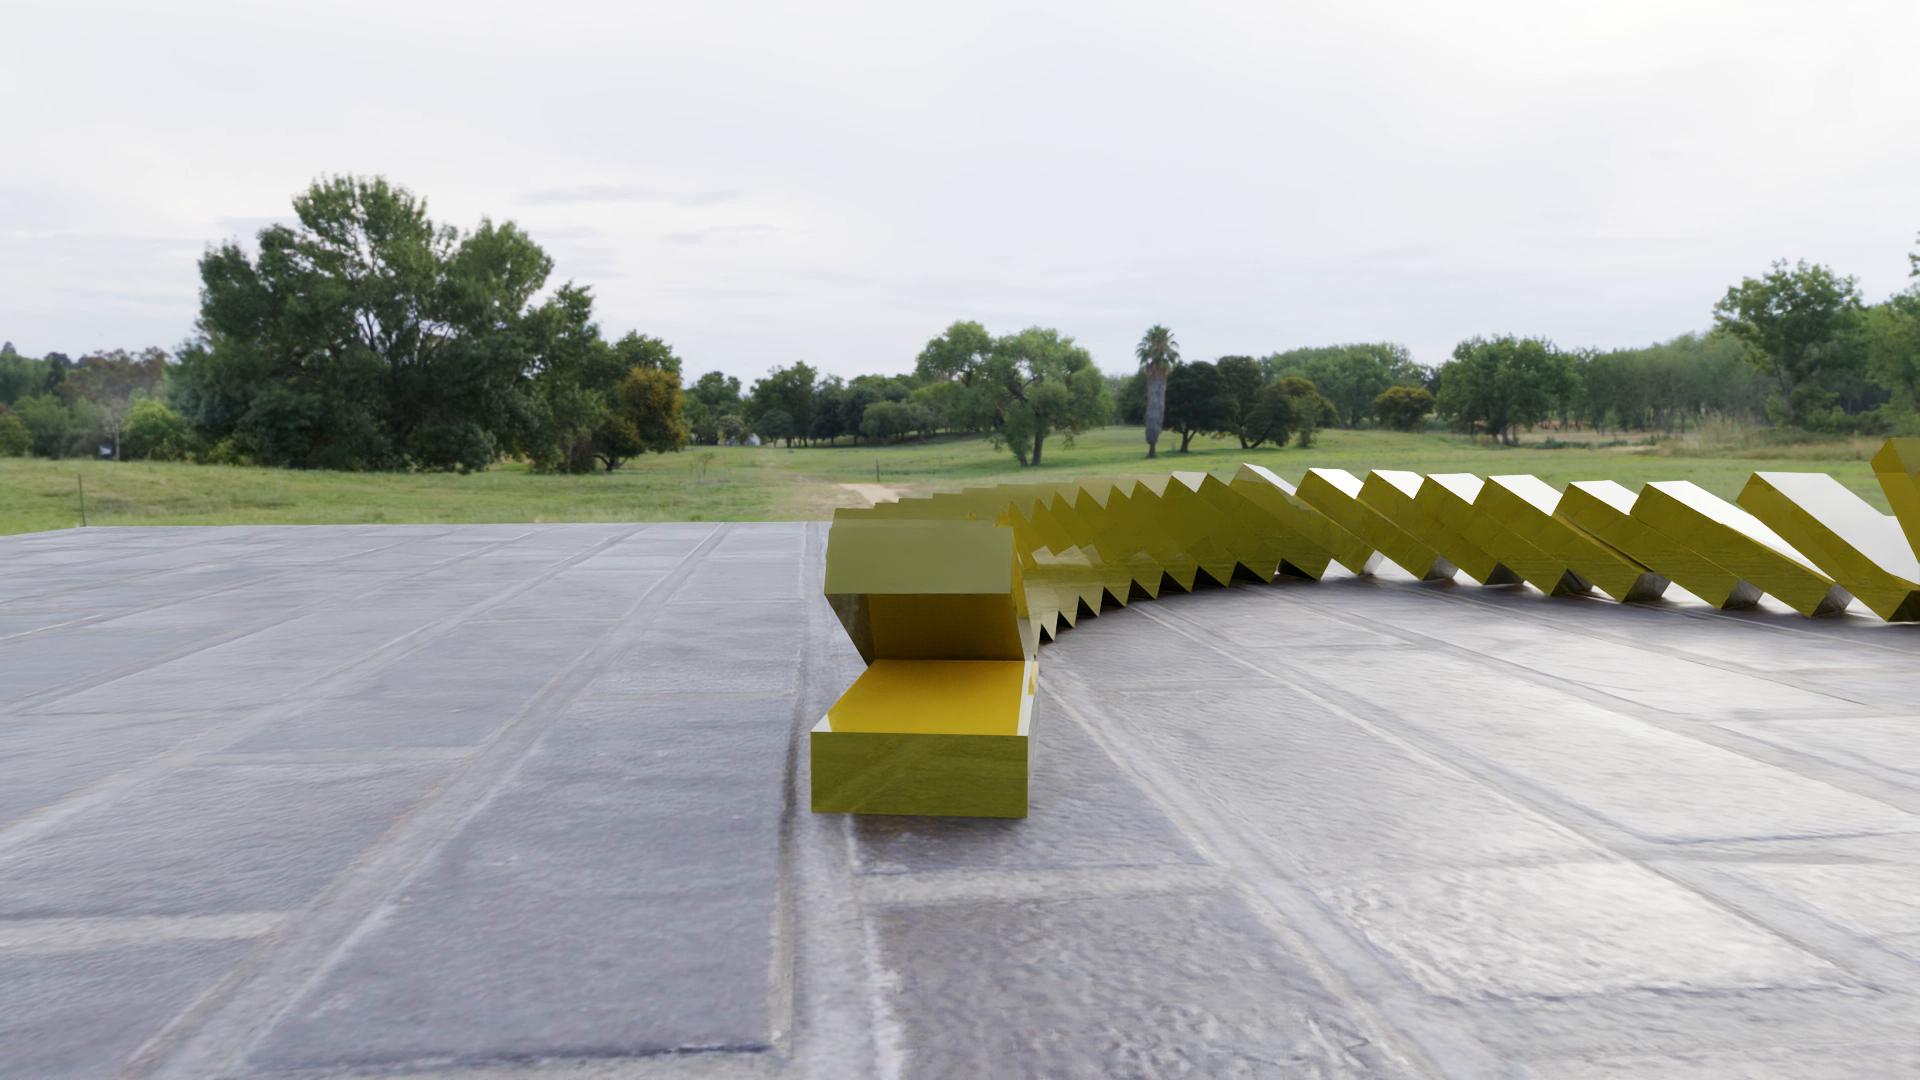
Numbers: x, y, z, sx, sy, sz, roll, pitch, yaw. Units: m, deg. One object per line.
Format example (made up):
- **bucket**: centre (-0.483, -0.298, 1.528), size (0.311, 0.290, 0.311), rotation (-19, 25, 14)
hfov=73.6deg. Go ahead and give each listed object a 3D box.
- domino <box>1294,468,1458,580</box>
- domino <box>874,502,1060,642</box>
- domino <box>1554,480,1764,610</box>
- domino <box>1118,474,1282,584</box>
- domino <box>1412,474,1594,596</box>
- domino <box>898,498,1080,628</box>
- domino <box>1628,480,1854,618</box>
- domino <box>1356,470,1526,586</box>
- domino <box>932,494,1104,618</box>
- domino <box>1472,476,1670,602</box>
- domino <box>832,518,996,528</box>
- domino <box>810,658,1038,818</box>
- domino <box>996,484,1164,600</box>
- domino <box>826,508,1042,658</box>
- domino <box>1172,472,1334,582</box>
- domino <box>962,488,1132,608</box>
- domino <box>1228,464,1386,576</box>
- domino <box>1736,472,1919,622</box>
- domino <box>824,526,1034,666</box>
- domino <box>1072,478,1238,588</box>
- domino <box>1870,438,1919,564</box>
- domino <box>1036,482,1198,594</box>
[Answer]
- **domino**: centre (0.134, -0.005, 0.410), size (0.025, 0.009, 0.050), rotation (-1, 34, -48)
- **domino**: centre (0.002, 0.007, 0.260), size (0.025, 0.010, 0.050), rotation (2, -23, 19)
- **domino**: centre (0.192, 0.000, 0.351), size (0.025, 0.009, 0.050), rotation (-3, 33, -39)
- **domino**: centre (0.071, -0.003, 0.390), size (0.050, 0.009, 0.025), rotation (32, -12, -27)
- **domino**: centre (0.162, -0.003, 0.380), size (0.025, 0.010, 0.050), rotation (-3, 35, -39)
- **domino**: centre (0.007, 0.006, 0.282), size (0.025, 0.010, 0.050), rotation (2, -22, 24)
- **domino**: centre (0.205, 0.001, 0.336), size (0.025, 0.009, 0.050), rotation (-3, 34, -39)
- **domino**: centre (0.151, -0.004, 0.398), size (0.025, 0.010, 0.050), rotation (0, 33, -41)
- **domino**: centre (0.014, 0.004, 0.301), size (0.025, 0.010, 0.050), rotation (2, -23, 26)
- **domino**: centre (0.175, -0.001, 0.365), size (0.025, 0.009, 0.050), rotation (-3, 35, -39)
- **domino**: centre (-0.004, 0.011, 0.217), size (0.025, 0.010, 0.050), rotation (1, -22, 9)
- **domino**: centre (-0.003, 0.025, 0.172), size (0.025, 0.009, 0.050), rotation (0, 4, 5)
- **domino**: centre (0.032, 0.001, 0.341), size (0.025, 0.009, 0.050), rotation (3, -23, 37)
- **domino**: centre (-0.003, 0.009, 0.240), size (0.025, 0.010, 0.050), rotation (1, -23, 20)
- **domino**: centre (0.090, -0.005, 0.403), size (0.050, 0.010, 0.025), rotation (31, -4, -14)
- **domino**: centre (0.022, 0.002, 0.322), size (0.025, 0.009, 0.050), rotation (3, -23, 32)
- **domino**: centre (0.114, -0.007, 0.418), size (0.050, 0.010, 0.025), rotation (38, 17, 24)
- **domino**: centre (0.224, 0.001, 0.322), size (0.025, 0.010, 0.050), rotation (0, 36, -18)
- **domino**: centre (-0.003, 0.012, 0.194), size (0.025, 0.009, 0.050), rotation (0, -23, 7)
- **domino**: centre (0.056, -0.002, 0.376), size (0.050, 0.010, 0.025), rotation (33, -17, -36)
- **domino**: centre (0.239, -0.002, 0.302), size (0.025, 0.050, 0.009), rotation (0, -37, 5)
- **domino**: centre (0.043, 0.000, 0.358), size (0.025, 0.010, 0.050), rotation (4, -23, 41)
